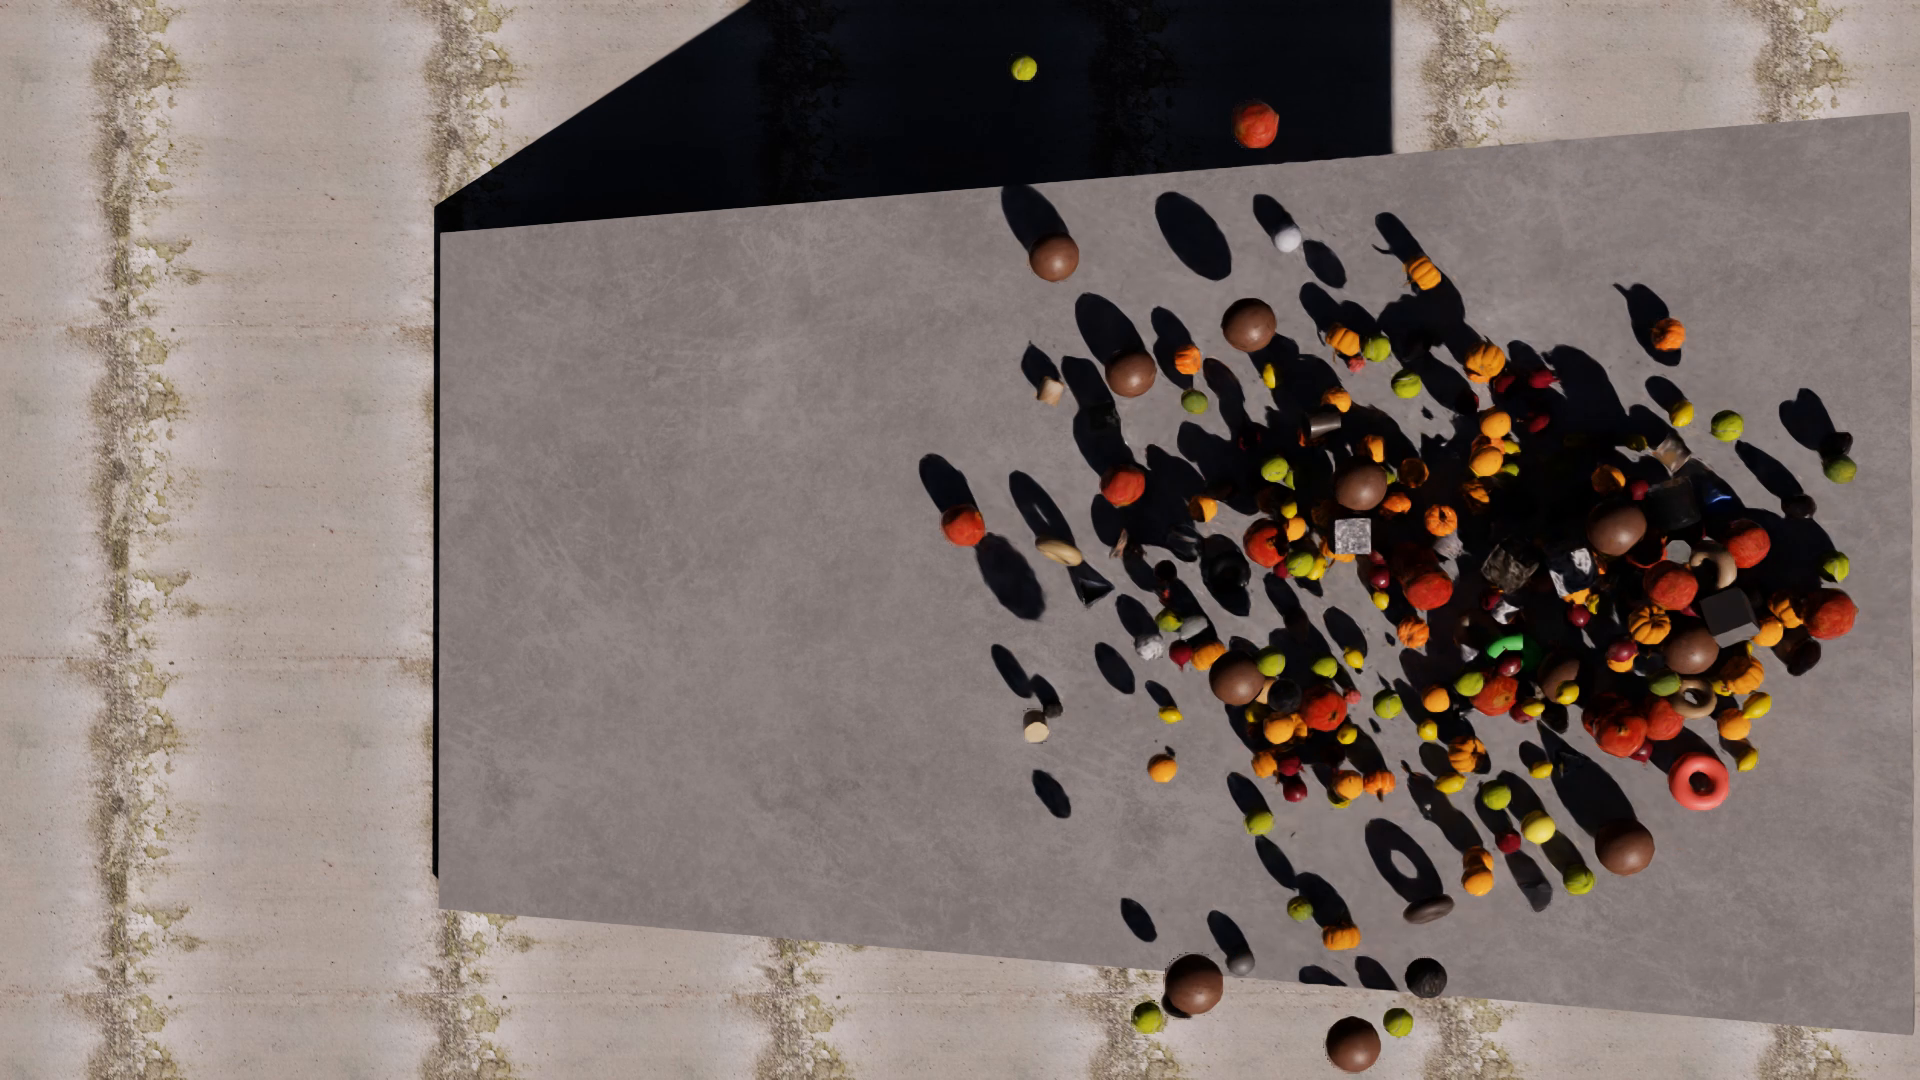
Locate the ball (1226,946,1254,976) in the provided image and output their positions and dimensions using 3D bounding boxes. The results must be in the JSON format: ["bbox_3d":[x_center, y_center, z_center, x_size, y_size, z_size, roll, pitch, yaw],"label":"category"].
[{"bbox_3d":[0.685,1.030,5.377,0.070,0.070,0.070,0,89,0],"label":"ball"}]

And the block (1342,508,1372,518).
[{"bbox_3d":[0.948,-0.045,5.269,0.054,0.054,0.054,8,94,28],"label":"block"}]

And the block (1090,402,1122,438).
[{"bbox_3d":[0.365,-0.301,5.518,0.066,0.066,0.066,-8,74,11],"label":"block"}]

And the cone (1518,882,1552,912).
[{"bbox_3d":[1.320,0.814,5.092,0.072,0.072,0.072,-12,111,-33],"label":"cone"}]

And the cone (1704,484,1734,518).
[{"bbox_3d":[1.686,-0.100,4.922,0.071,0.071,0.071,-10,50,0],"label":"cone"}]

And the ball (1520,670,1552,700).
[{"bbox_3d":[1.328,0.336,5.073,0.070,0.070,0.070,0,89,0],"label":"ball"}]

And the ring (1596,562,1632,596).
[{"bbox_3d":[1.488,0.088,5.005,0.088,0.088,0.029,-51,130,0],"label":"ring"}]

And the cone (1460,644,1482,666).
[{"bbox_3d":[1.172,0.254,5.090,0.053,0.053,0.053,-44,124,0],"label":"cone"}]

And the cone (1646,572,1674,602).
[{"bbox_3d":[1.581,0.116,4.925,0.065,0.065,0.065,-17,47,0],"label":"cone"}]

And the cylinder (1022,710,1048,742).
[{"bbox_3d":[0.191,0.471,5.563,0.060,0.060,0.060,-2,117,-3],"label":"cylinder"}]

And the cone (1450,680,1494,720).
[{"bbox_3d":[1.206,0.376,5.146,0.095,0.095,0.095,-1,89,-1],"label":"cone"}]

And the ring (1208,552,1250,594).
[{"bbox_3d":[0.664,0.081,5.417,0.109,0.036,0.109,1,93,29],"label":"ring"}]

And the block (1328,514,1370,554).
[{"bbox_3d":[0.916,-0.013,5.168,0.082,0.082,0.082,-2,96,0],"label":"block"}]

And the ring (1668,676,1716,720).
[{"bbox_3d":[1.626,0.350,4.886,0.107,0.036,0.107,0,55,0],"label":"ring"}]

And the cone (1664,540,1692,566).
[{"bbox_3d":[1.608,0.024,4.901,0.059,0.059,0.059,5,100,31],"label":"cone"}]

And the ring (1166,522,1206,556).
[{"bbox_3d":[0.558,0.000,5.433,0.109,0.109,0.036,35,64,0],"label":"ring"}]

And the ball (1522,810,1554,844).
[{"bbox_3d":[1.331,0.661,5.065,0.075,0.075,0.075,0,89,0],"label":"ball"}]

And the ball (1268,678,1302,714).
[{"bbox_3d":[0.767,0.368,5.192,0.084,0.084,0.084,0,89,0],"label":"ball"}]

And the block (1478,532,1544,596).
[{"bbox_3d":[1.258,0.054,5.013,0.089,0.089,0.089,42,132,19],"label":"block"}]

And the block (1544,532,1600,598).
[{"bbox_3d":[1.375,0.056,4.942,0.094,0.094,0.094,-20,106,20],"label":"block"}]

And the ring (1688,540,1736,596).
[{"bbox_3d":[1.655,0.063,4.839,0.043,0.128,0.128,-12,89,-25],"label":"ring"}]

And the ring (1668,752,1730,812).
[{"bbox_3d":[1.650,0.538,4.909,0.135,0.045,0.135,-1,76,3],"label":"ring"}]

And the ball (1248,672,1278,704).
[{"bbox_3d":[0.742,0.361,5.353,0.077,0.077,0.077,0,89,0],"label":"ball"}]

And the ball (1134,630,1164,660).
[{"bbox_3d":[0.472,0.261,5.486,0.076,0.076,0.076,0,89,0],"label":"ball"}]

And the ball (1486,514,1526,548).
[{"bbox_3d":[1.264,-0.016,5.095,0.092,0.092,0.092,0,89,0],"label":"ball"}]

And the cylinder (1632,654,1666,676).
[{"bbox_3d":[1.531,0.278,4.887,0.050,0.050,0.050,2,84,-17],"label":"cylinder"}]

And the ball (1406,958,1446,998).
[{"bbox_3d":[1.032,0.971,4.869,0.090,0.090,0.090,0,89,0],"label":"ball"}]

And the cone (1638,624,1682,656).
[{"bbox_3d":[1.590,0.237,4.963,0.089,0.089,0.089,2,89,-1],"label":"cone"}]

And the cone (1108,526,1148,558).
[{"bbox_3d":[0.434,0.024,5.527,0.091,0.091,0.091,24,89,-3],"label":"cone"}]

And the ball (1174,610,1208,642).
[{"bbox_3d":[0.572,0.212,5.434,0.082,0.082,0.082,0,89,0],"label":"ball"}]

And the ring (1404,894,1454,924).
[{"bbox_3d":[1.097,0.865,5.147,0.122,0.122,0.041,-17,67,0],"label":"ring"}]

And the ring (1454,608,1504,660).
[{"bbox_3d":[1.214,0.218,5.146,0.122,0.041,0.122,0,90,26],"label":"ring"}]

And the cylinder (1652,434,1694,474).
[{"bbox_3d":[1.604,-0.194,4.949,0.062,0.062,0.062,-46,70,0],"label":"cylinder"}]

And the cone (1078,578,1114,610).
[{"bbox_3d":[0.352,0.129,5.566,0.089,0.089,0.089,-12,89,-1],"label":"cone"}]

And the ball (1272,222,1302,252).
[{"bbox_3d":[0.794,-0.736,5.343,0.073,0.073,0.073,0,89,0],"label":"ball"}]

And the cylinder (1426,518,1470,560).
[{"bbox_3d":[1.142,-0.002,5.138,0.075,0.075,0.075,31,98,0],"label":"cylinder"}]

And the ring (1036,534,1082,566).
[{"bbox_3d":[0.250,0.026,5.569,0.130,0.130,0.043,26,81,0],"label":"ring"}]

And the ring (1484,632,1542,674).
[{"bbox_3d":[1.277,0.262,5.081,0.128,0.128,0.043,16,46,0],"label":"ring"}]

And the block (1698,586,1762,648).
[{"bbox_3d":[1.685,0.169,4.812,0.089,0.089,0.089,-25,60,23],"label":"block"}]

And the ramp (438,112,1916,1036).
[{"bbox_3d":[0.281,0.081,5.679,4.000,0.100,2.000,0,89,26],"label":"ramp"}]

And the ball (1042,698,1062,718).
[{"bbox_3d":[0.235,0.431,5.612,0.052,0.052,0.052,0,89,0],"label":"ball"}]

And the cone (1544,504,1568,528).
[{"bbox_3d":[1.359,-0.047,5.052,0.054,0.054,0.054,-45,90,-4],"label":"cone"}]

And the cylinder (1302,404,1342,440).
[{"bbox_3d":[0.858,-0.282,5.223,0.075,0.075,0.075,-10,89,-5],"label":"cylinder"}]

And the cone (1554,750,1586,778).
[{"bbox_3d":[1.410,0.511,5.053,0.067,0.067,0.067,-8,89,-3],"label":"cone"}]
